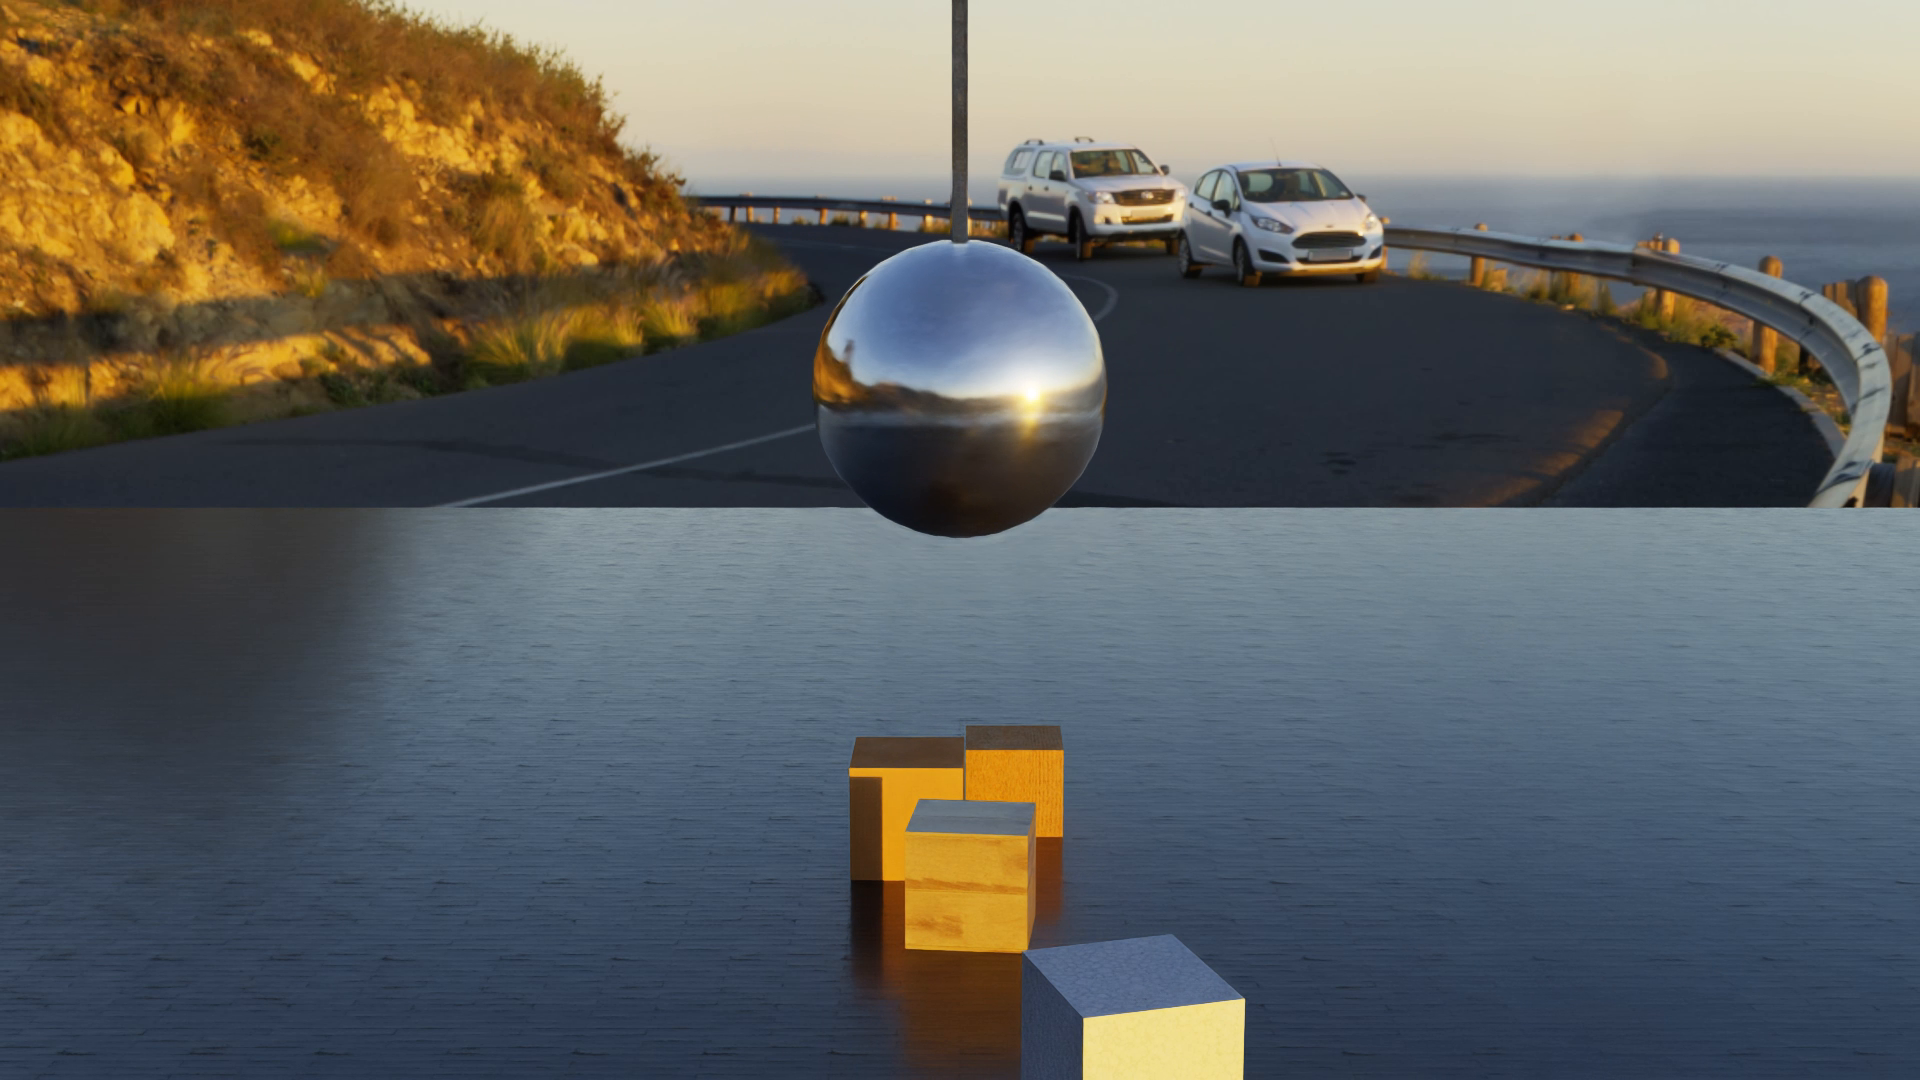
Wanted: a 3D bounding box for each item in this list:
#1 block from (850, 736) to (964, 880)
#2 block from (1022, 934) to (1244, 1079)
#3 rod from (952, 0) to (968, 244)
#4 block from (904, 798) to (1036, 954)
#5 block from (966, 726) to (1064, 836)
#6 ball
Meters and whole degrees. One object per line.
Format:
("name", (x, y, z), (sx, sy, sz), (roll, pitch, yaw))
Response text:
("block", (-0.253, 1.311, 10.792), (0.540, 0.558, 0.557), (0, 10, 1))
("block", (0.596, 1.829, 7.768), (0.584, 0.622, 0.650), (-3, 11, -17))
("rod", (0.000, -4.047, 10.792), (0.080, 5.200, 0.080), (0, 18, 0))
("block", (0.053, 1.496, 9.839), (0.537, 0.536, 0.491), (1, 10, 6))
("block", (0.279, 1.248, 11.426), (0.496, 0.457, 0.479), (0, 10, 0))
("ball", (0.000, -0.811, 11.835), (1.600, 1.600, 1.600), (0, 10, 0))
